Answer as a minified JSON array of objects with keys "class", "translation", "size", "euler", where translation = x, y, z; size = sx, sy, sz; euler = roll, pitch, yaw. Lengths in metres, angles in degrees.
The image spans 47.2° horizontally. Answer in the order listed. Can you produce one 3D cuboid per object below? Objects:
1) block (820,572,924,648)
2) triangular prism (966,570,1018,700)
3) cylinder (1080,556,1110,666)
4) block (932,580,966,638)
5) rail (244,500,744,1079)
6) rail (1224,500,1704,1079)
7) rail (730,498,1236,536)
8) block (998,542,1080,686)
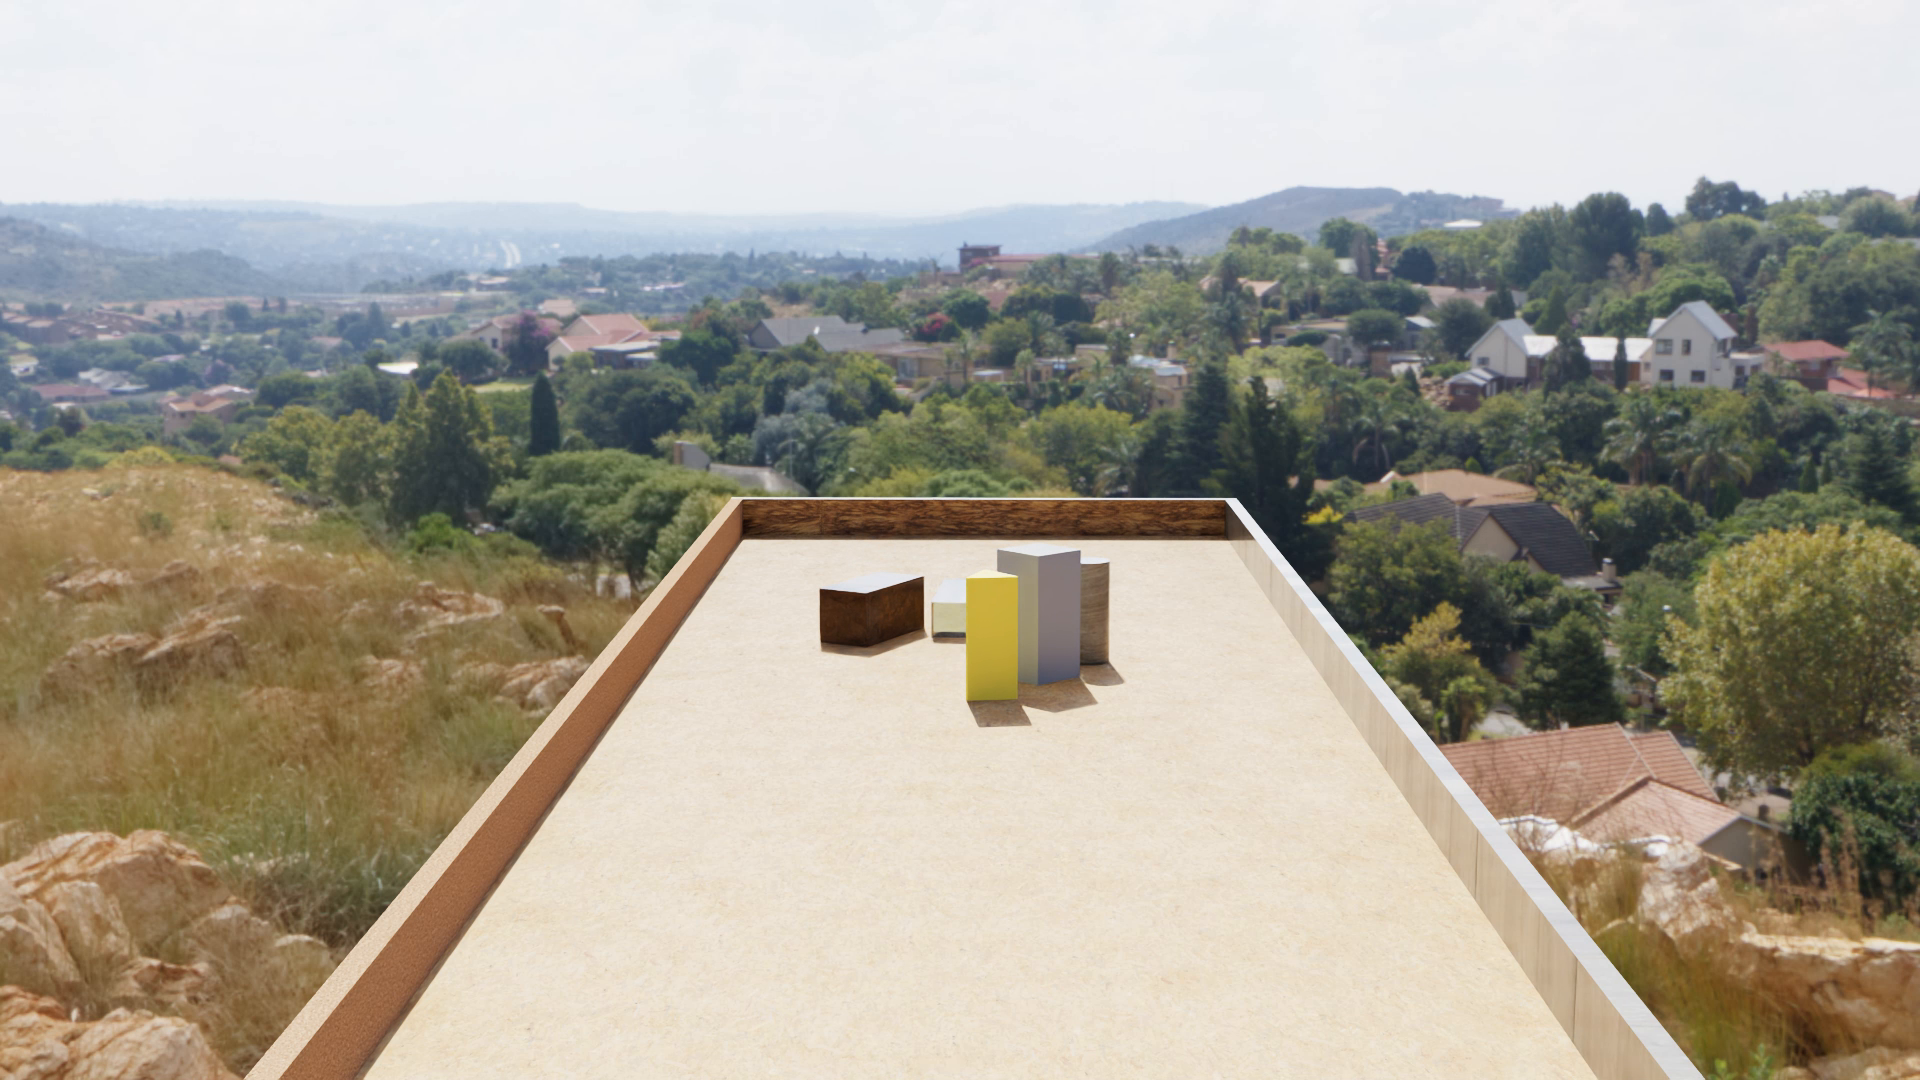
[{"class":"block","translation":[-0.280,0.220,7.068],"size":[0.173,0.173,0.360],"euler":[5,10,29]},{"class":"triangular prism","translation":[0.081,0.266,6.212],"size":[0.145,0.349,0.126],"euler":[-1,9,-8]},{"class":"cylinder","translation":[0.391,0.215,6.659],"size":[0.123,0.311,0.123],"euler":[0,9,0]},{"class":"block","translation":[-0.017,0.222,7.243],"size":[0.114,0.114,0.428],"euler":[1,9,5]},{"class":"rail","translation":[-1.004,0.839,3.234],"size":[0.050,0.150,12.000],"euler":[0,9,1]},{"class":"rail","translation":[1.046,0.843,3.208],"size":[0.050,0.150,12.000],"euler":[0,9,1]},{"class":"rail","translation":[0.099,-0.098,9.147],"size":[2.100,0.150,0.050],"euler":[0,9,1]},{"class":"block","translation":[0.230,0.215,6.441],"size":[0.173,0.380,0.173],"euler":[-8,12,-42]}]
